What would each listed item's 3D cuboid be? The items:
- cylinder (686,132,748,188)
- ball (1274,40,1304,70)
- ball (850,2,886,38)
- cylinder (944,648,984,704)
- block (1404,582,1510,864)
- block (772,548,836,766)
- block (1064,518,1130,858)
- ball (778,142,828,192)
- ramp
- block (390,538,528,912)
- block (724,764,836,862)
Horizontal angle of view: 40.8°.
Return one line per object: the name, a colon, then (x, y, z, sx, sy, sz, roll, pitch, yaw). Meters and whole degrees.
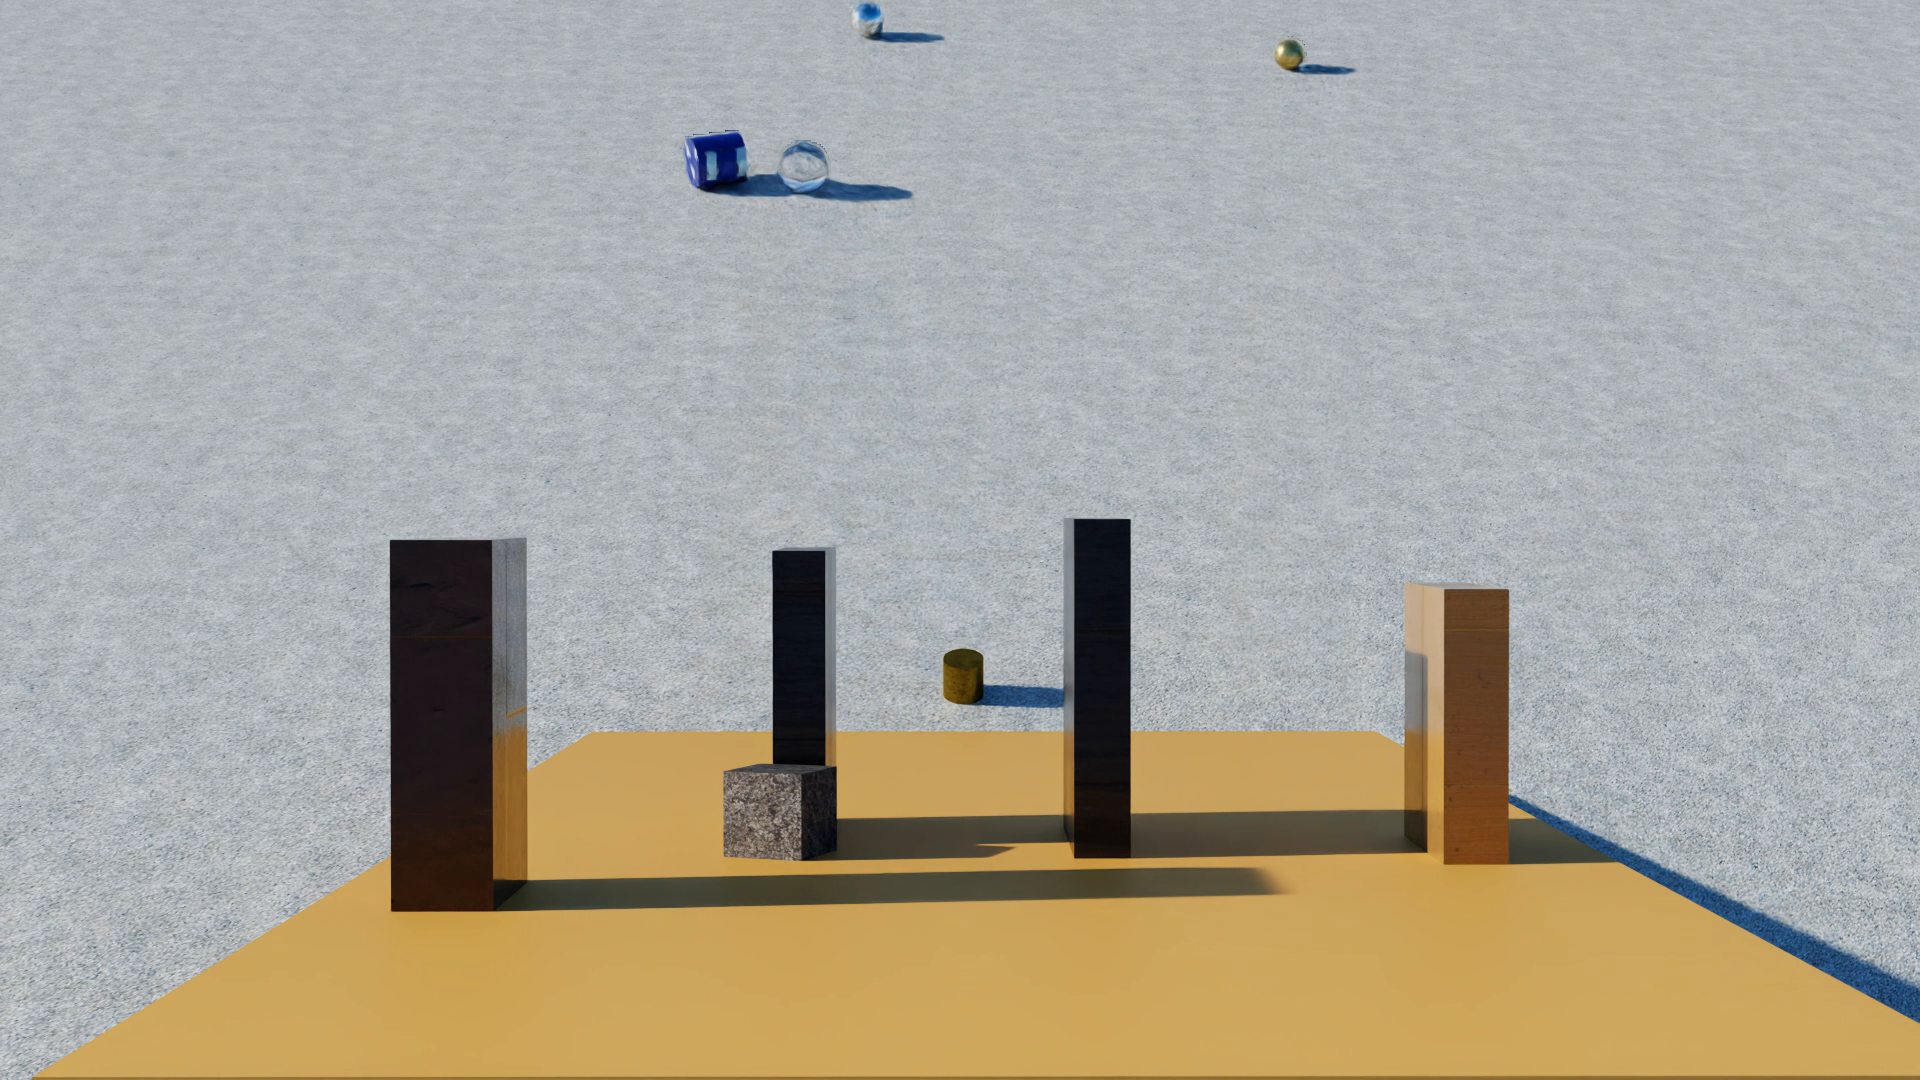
cylinder: (-0.980, -1.529, 10.396, 0.201, 0.201, 0.201, -10, 30, -19)
ball: (1.498, -2.209, 11.754, 0.136, 0.136, 0.136, 0, 28, 0)
ball: (-0.434, -2.458, 12.194, 0.165, 0.165, 0.165, 0, 28, 0)
cylinder: (0.009, 0.365, 6.912, 0.109, 0.109, 0.109, 0, 28, 0)
block: (0.827, 0.297, 4.319, 0.104, 0.442, 0.364, 0, 1, 0)
block: (-0.272, 0.266, 4.551, 0.089, 0.500, 0.389, 0, 1, 0)
block: (0.232, 0.240, 4.422, 0.092, 0.554, 0.427, 0, 1, 0)
ball: (-0.625, -1.488, 10.323, 0.198, 0.198, 0.198, 0, 28, 0)
ramp: (0.063, 0.565, 4.604, 2.000, 0.100, 4.000, 0, 1, 0)
block: (-0.735, 0.262, 3.807, 0.145, 0.528, 0.293, 0, 1, 0)
block: (-0.297, 0.449, 4.275, 0.141, 0.141, 0.141, 0, 1, 22)
